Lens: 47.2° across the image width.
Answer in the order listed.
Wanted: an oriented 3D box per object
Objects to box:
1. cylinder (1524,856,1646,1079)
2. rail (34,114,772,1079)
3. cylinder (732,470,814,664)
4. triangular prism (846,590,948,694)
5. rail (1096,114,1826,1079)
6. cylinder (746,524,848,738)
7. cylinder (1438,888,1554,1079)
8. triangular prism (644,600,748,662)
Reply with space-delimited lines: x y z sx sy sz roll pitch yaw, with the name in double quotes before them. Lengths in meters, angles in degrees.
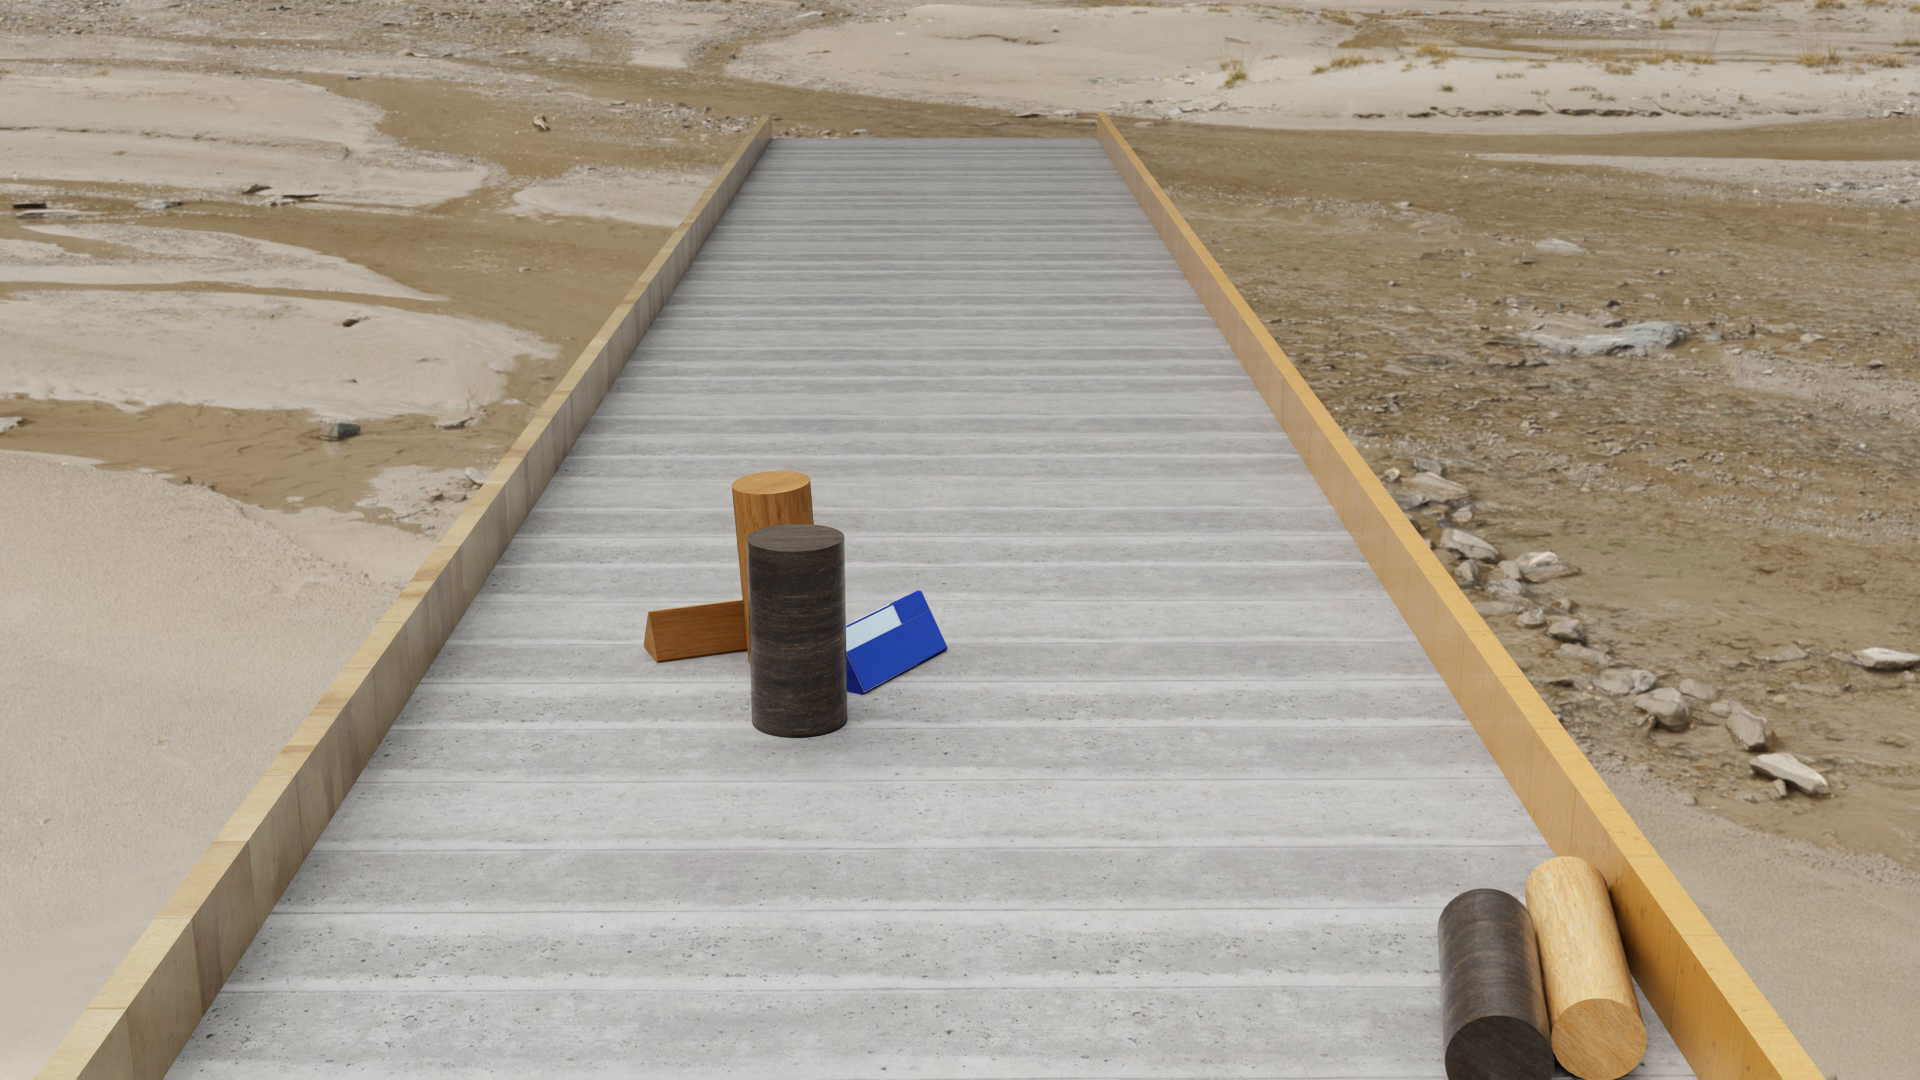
"cylinder" 0.862 0.585 3.050 0.120 0.120 0.438 3 17 9
"rail" -1.118 -0.838 7.780 0.050 0.150 12.000 0 17 -1
"cylinder" -0.359 0.062 4.356 0.153 0.369 0.153 -3 19 1
"triangular prism" -0.162 0.193 4.363 0.133 0.115 0.303 10 19 30
"rail" 0.932 -0.844 7.801 0.050 0.150 12.000 0 17 -1
"cylinder" -0.299 0.166 4.046 0.178 0.356 0.178 0 17 0
"cylinder" 0.713 0.608 2.947 0.135 0.135 0.371 3 17 10
"triangular prism" -0.481 0.170 4.489 0.313 0.091 0.105 -7 18 -22
